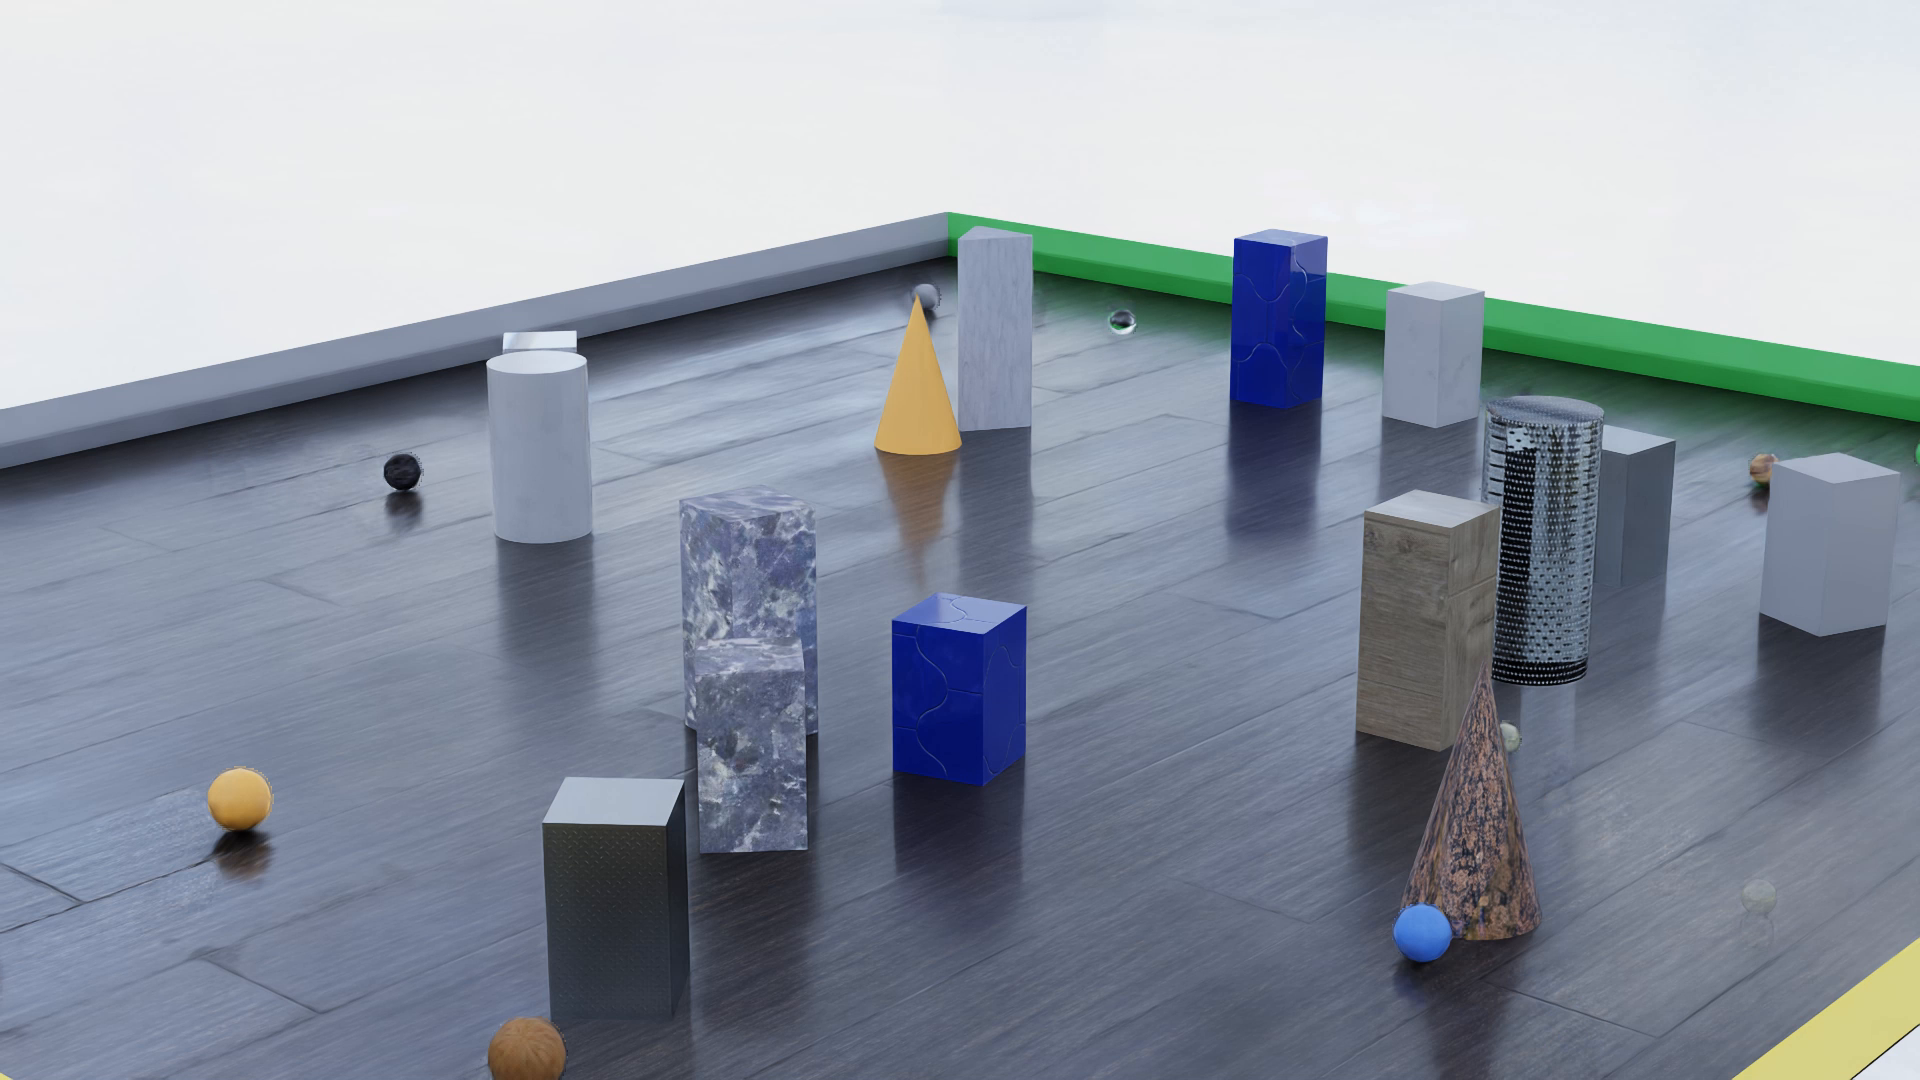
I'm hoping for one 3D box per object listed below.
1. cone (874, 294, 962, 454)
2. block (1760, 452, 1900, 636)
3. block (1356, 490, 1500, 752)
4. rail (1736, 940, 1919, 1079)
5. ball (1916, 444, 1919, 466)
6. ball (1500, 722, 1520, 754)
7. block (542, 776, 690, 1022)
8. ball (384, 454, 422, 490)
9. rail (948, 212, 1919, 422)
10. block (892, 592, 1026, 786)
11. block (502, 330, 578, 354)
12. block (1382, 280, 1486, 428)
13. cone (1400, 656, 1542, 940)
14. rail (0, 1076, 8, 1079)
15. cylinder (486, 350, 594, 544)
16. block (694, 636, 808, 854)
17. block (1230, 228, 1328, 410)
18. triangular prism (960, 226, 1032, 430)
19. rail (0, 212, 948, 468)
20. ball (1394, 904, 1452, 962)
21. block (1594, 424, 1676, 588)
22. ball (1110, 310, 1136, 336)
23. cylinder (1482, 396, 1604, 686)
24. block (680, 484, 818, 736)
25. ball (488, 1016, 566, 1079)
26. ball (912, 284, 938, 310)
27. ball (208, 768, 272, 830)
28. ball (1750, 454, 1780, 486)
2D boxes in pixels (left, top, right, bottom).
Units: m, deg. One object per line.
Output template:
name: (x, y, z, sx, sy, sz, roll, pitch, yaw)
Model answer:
cone: (-0.087, -0.354, 6.047, 0.184, 0.319, 0.184, 0, 17, 0)
block: (1.468, 0.006, 4.951, 0.147, 0.266, 0.147, -8, 19, -25)
block: (0.706, 0.120, 4.431, 0.147, 0.349, 0.147, 13, 21, 37)
rail: (1.480, 0.402, 3.892, 0.045, 0.119, 4.461, 14, 22, 39)
ball: (1.951, -0.171, 5.837, 0.091, 0.091, 0.091, 0, 17, 0)
ball: (0.811, 0.295, 4.373, 0.047, 0.047, 0.047, 0, 17, 0)
block: (-0.415, 0.434, 3.558, 0.147, 0.253, 0.147, 1, 17, 3)
ball: (-1.093, -0.133, 5.745, 0.073, 0.073, 0.073, 0, 17, 0)
rail: (1.447, -0.453, 6.716, 3.966, 0.119, 0.045, 14, 22, 39)
block: (0.000, 0.217, 4.311, 0.147, 0.232, 0.147, 8, 19, 25)
block: (-0.854, -0.295, 5.997, 0.147, 0.235, 0.147, -2, 17, -7)
block: (1.012, -0.398, 6.270, 0.147, 0.275, 0.147, -15, 22, -41)
cone: (0.667, 0.315, 3.780, 0.184, 0.353, 0.184, 0, 17, 0)
rail: (-1.447, 0.513, 3.526, 3.966, 0.119, 0.045, 14, 22, 39)
cylinder: (-0.780, -0.174, 5.450, 0.184, 0.322, 0.184, 0, 17, 0)
block: (-0.289, 0.282, 4.052, 0.147, 0.259, 0.147, -1, 17, -5)
block: (0.697, -0.485, 6.414, 0.147, 0.358, 0.147, 13, 21, 37)
triangular prism: (0.056, -0.452, 6.215, 0.159, 0.409, 0.138, -5, 17, -15)
rail: (-1.480, -0.342, 6.351, 0.045, 0.119, 4.461, 14, 22, 39)
ball: (0.580, 0.493, 3.677, 0.071, 0.071, 0.071, 0, 17, 0)
block: (1.160, -0.061, 5.211, 0.147, 0.243, 0.147, -16, 23, -41)
ball: (0.391, -0.524, 7.051, 0.063, 0.063, 0.063, 0, 17, 0)
cylinder: (0.923, 0.000, 4.687, 0.184, 0.430, 0.184, 0, 17, 0)
block: (-0.318, 0.116, 4.426, 0.147, 0.358, 0.147, -12, 20, -34)
ball: (-0.493, 0.587, 3.337, 0.088, 0.088, 0.088, 0, 17, 0)
ball: (-0.086, -0.606, 7.313, 0.067, 0.067, 0.067, 0, 17, 0)
ball: (-1.004, 0.362, 4.085, 0.087, 0.087, 0.087, 0, 17, 0)
ball: (1.588, -0.139, 5.779, 0.064, 0.064, 0.064, 0, 17, 0)
